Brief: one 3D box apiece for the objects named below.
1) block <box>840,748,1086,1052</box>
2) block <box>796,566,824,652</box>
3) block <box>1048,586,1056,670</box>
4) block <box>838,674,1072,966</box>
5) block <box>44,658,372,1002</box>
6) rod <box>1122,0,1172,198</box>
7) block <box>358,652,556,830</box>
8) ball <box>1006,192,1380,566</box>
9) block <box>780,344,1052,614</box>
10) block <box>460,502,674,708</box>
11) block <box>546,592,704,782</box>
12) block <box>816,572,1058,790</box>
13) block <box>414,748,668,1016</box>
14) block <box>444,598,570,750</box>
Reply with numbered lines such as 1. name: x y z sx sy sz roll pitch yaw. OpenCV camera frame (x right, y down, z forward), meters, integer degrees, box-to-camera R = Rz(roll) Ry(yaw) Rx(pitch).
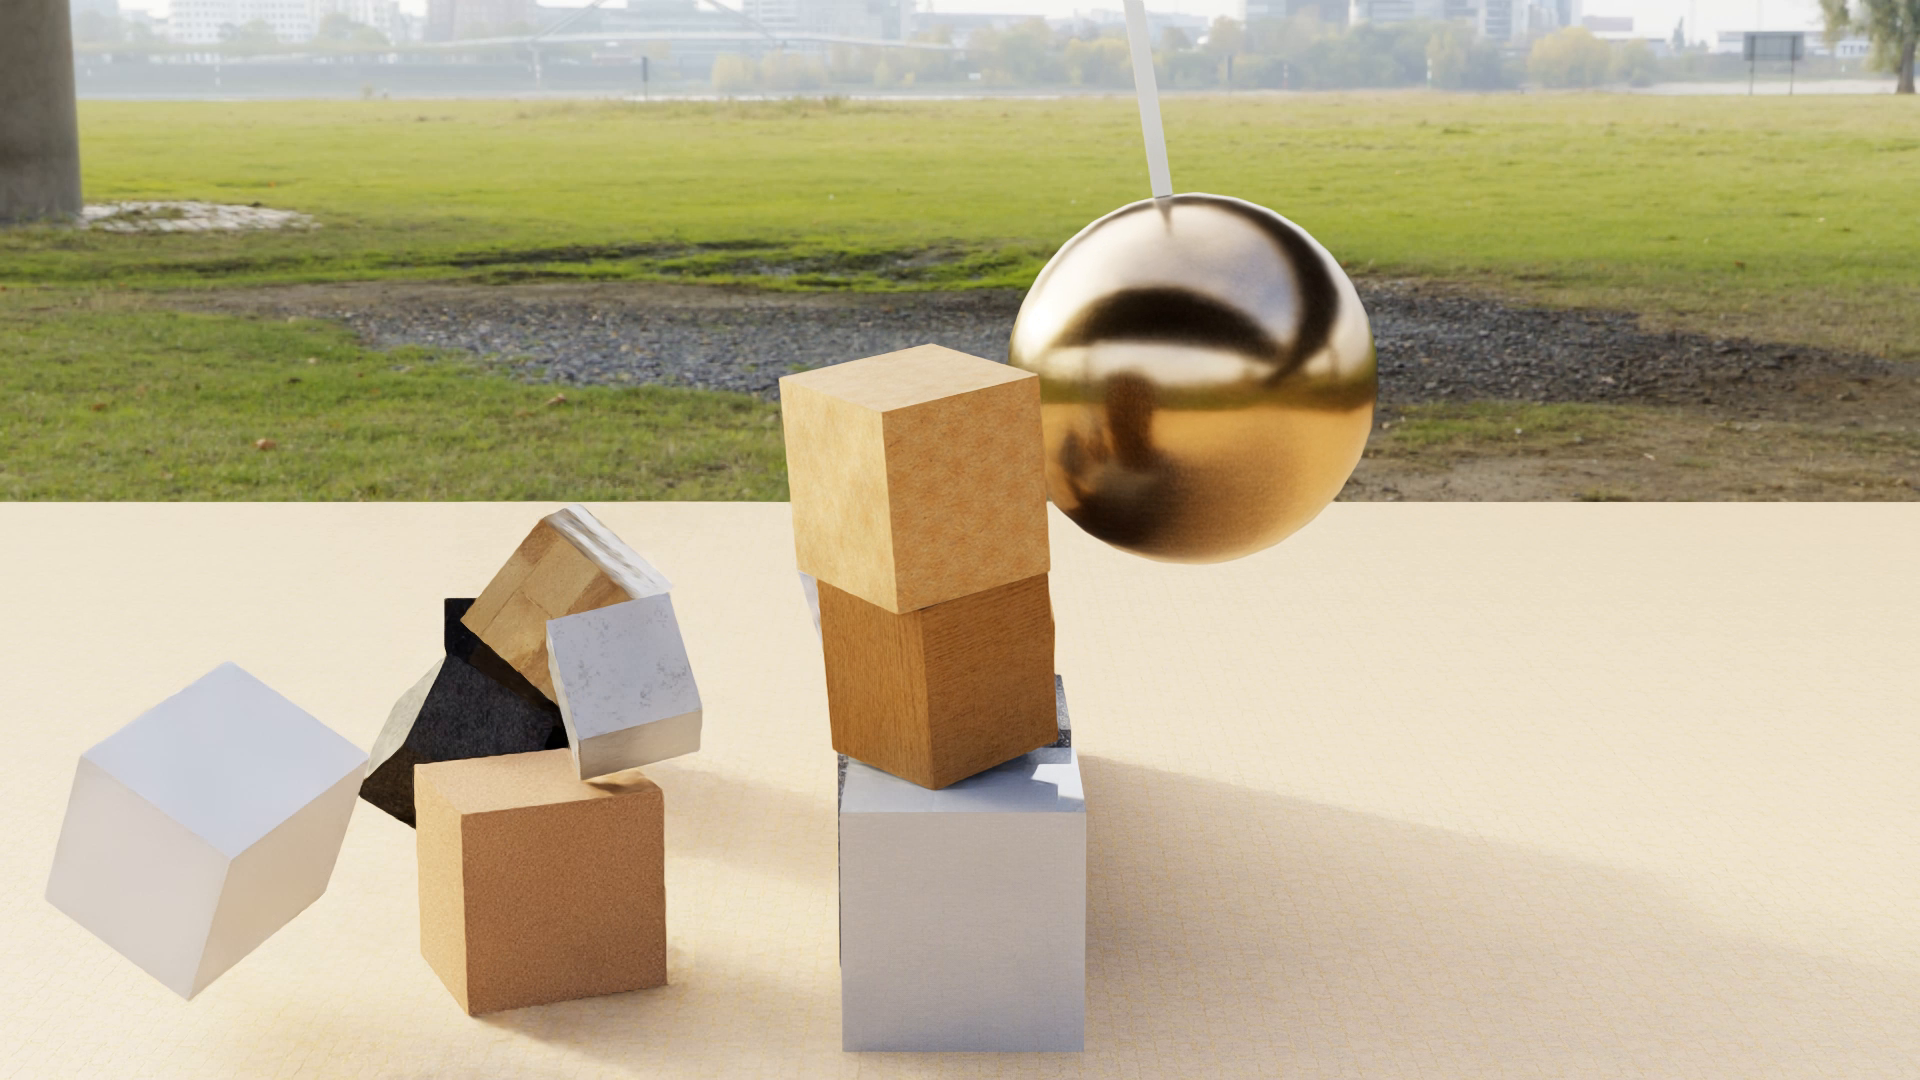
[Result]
1. block: 0.011 1.337 9.687 0.881 0.903 0.896 0 10 0
2. block: -0.367 0.252 10.777 0.419 0.427 0.430 -23 -22 12
3. block: 0.018 0.747 13.048 0.895 0.861 0.905 0 10 0
4. block: -0.024 1.137 10.589 0.918 0.974 0.931 0 10 0
5. block: -2.807 1.072 9.588 0.688 0.750 0.809 32 33 10
6. rod: 0.431 -3.989 10.455 0.080 5.200 0.080 -9 10 2
7. block: -2.140 0.910 10.861 0.543 0.497 0.531 34 -43 -18
8. ball: 0.995 -0.691 11.055 1.600 1.600 1.600 0 10 0
9. block: -0.167 -0.244 9.539 0.677 0.754 0.715 -15 21 -31
10. block: -1.896 0.306 12.439 0.633 0.655 0.562 41 13 2
11. block: -1.301 0.569 9.928 0.480 0.501 0.450 -14 -23 -14
12. block: -0.082 0.452 9.741 0.625 0.704 0.607 -19 23 -37
13. block: -1.658 1.318 10.111 0.788 0.790 0.766 -5 11 -24
14. block: -2.228 0.696 13.153 0.764 0.666 0.788 -2 -13 -9
